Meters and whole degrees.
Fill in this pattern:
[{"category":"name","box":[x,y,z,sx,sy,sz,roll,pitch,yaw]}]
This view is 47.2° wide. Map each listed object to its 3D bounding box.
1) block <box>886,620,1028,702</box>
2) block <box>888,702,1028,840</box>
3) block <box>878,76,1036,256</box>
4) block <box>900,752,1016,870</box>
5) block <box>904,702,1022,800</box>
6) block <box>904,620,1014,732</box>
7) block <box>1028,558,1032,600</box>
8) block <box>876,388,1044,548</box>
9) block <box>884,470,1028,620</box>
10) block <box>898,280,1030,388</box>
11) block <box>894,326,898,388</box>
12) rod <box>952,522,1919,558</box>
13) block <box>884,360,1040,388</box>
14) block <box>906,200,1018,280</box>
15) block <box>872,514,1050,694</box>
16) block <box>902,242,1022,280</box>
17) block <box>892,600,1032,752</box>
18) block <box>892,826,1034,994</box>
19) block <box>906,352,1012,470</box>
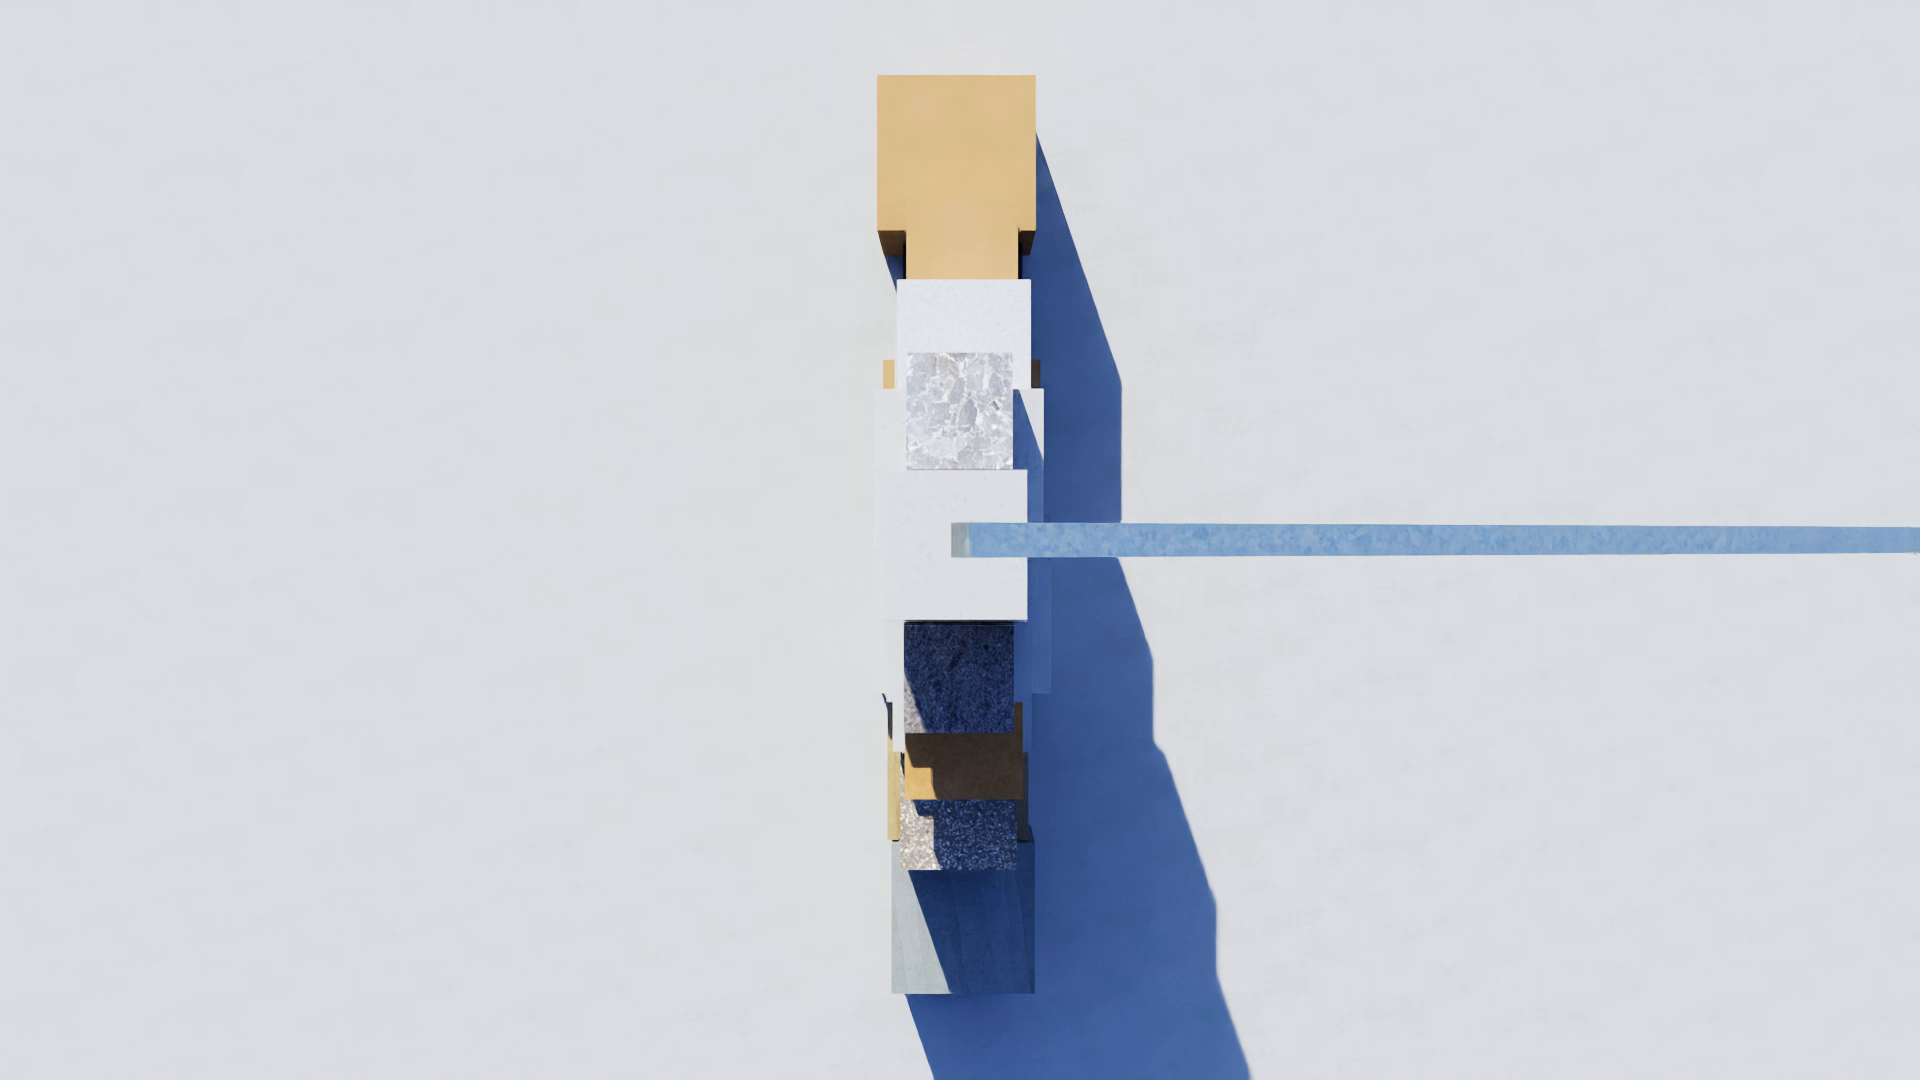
[{"category":"block","box":[-0.013,0.414,10.931,0.681,0.669,0.714,0,92,0]},{"category":"block","box":[-0.011,1.266,12.646,0.788,0.708,0.822,0,90,0]},{"category":"block","box":[-0.019,-2.105,12.478,0.863,1.045,0.844,0,90,0]},{"category":"block","box":[-0.007,1.435,11.980,0.620,0.543,0.653,0,89,0]},{"category":"block","box":[0.019,1.024,11.141,0.582,0.625,0.503,0,90,0]},{"category":"block","box":[-0.006,0.630,10.330,0.505,0.545,0.490,0,92,0]},{"category":"block","box":[0.006,-0.070,11.685,0.734,0.846,0.753,0,90,0]},{"category":"block","box":[-0.003,-0.340,10.842,0.798,0.840,0.755,0,90,0]},{"category":"block","box":[-0.020,0.021,10.037,0.628,0.771,0.658,0,90,0]},{"category":"block","box":[0.020,-1.001,11.055,0.653,0.614,0.543,0,90,0]},{"category":"block","box":[0.015,-0.781,11.735,0.703,0.746,0.649,0,90,0]},{"category":"rod","box":[2.234,0.000,6.321,5.200,0.080,0.080,0,90,-31]},{"category":"block","box":[0.009,-0.573,12.554,0.865,0.892,0.837,0,90,0]},{"category":"block","box":[0.011,-1.436,11.670,0.577,0.579,0.650,0,91,0]},{"category":"block","box":[0.008,0.350,12.557,0.986,0.886,0.989,0,90,0]},{"category":"block","box":[0.014,-1.338,12.672,0.669,0.655,0.672,0,90,0]},{"category":"block","box":[0.011,0.709,11.784,0.723,0.660,0.788,0,90,0]},{"category":"block","box":[0.018,2.107,12.623,0.799,0.753,0.841,0,90,0]},{"category":"block","box":[-0.002,-0.580,10.141,0.477,0.561,0.523,0,90,0]}]
